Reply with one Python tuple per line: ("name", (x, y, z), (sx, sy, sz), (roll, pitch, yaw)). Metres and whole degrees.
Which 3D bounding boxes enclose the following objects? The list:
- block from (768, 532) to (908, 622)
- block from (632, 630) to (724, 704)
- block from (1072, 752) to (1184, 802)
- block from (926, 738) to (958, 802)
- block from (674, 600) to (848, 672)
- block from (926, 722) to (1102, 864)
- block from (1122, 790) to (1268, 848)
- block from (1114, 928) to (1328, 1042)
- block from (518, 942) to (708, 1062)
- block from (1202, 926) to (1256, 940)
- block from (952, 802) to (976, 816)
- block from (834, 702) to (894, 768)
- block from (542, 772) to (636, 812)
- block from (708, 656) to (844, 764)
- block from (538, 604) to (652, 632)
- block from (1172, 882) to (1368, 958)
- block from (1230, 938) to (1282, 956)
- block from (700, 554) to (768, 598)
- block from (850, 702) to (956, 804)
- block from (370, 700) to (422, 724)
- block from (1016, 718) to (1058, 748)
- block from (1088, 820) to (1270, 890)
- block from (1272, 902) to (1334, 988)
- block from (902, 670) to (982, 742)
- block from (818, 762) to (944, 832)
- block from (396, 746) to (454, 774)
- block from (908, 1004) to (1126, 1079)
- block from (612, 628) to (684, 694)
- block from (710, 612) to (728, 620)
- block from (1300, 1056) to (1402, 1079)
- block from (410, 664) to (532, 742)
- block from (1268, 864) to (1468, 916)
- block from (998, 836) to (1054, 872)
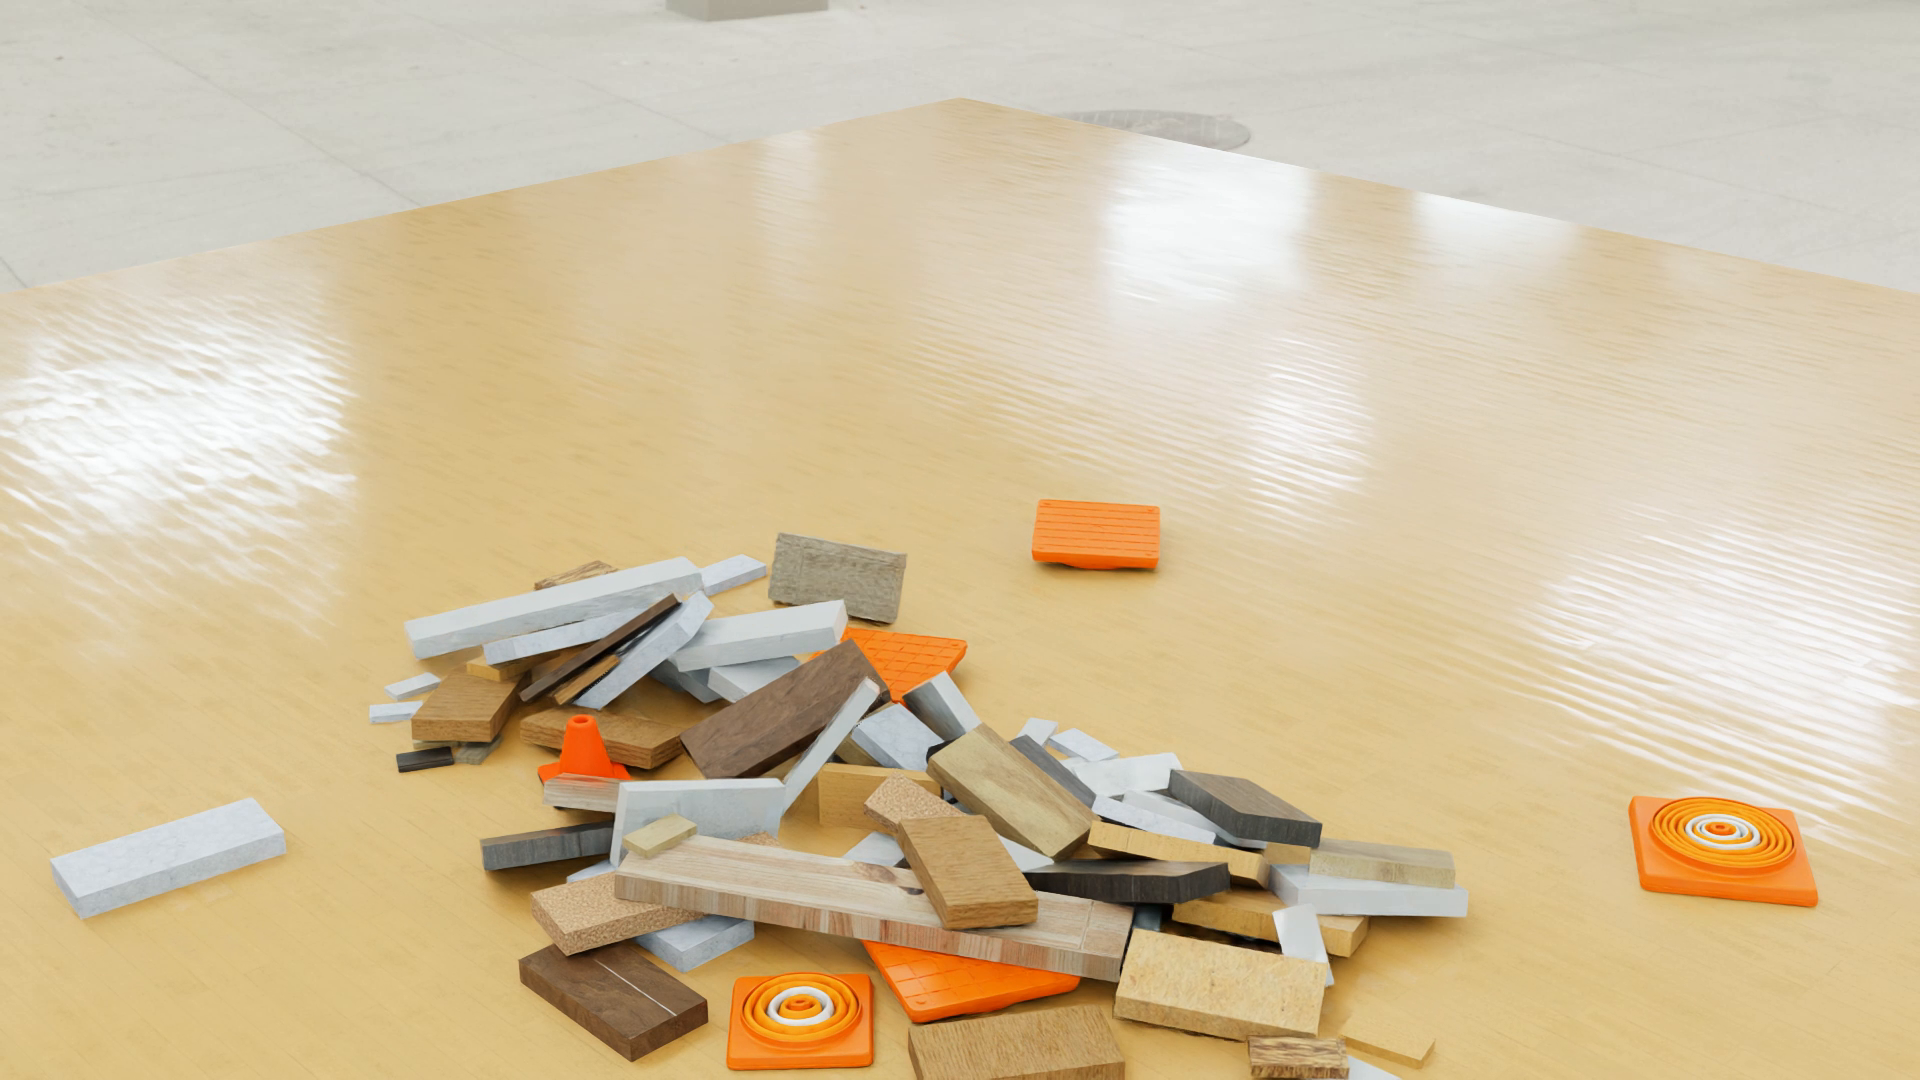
("block", (-0.299, 0.090, 5.332), (0.330, 0.165, 0.047), (10, 2, 23))
("block", (-0.594, 0.269, 4.961), (0.151, 0.043, 0.302), (-17, 31, -35))
("block", (0.352, 0.496, 4.526), (0.222, 0.031, 0.111), (-6, 34, -14))
("block", (0.057, 0.501, 4.426), (0.133, 0.038, 0.265), (-14, 46, -30))
("block", (-0.432, 0.208, 4.801), (0.352, 0.050, 0.176), (-9, 17, 8))
("block", (0.104, 0.501, 4.304), (0.320, 0.045, 0.160), (38, 45, 24))
("block", (0.465, 0.550, 4.341), (0.264, 0.037, 0.132), (15, -1, 32))
("block", (0.453, 0.778, 3.803), (0.343, 0.049, 0.171), (9, 34, 11))
("block", (-0.608, 0.788, 3.844), (0.164, 0.047, 0.329), (-21, 31, -40))
("block", (0.499, 0.709, 4.028), (0.103, 0.015, 0.051), (11, 8, 32))
("block", (-0.013, 0.559, 4.324), (0.144, 0.020, 0.072), (-25, 51, -8))
("block", (-0.188, 0.405, 4.624), (0.352, 0.050, 0.176), (35, 38, 29))
("block", (-0.655, 0.513, 4.388), (0.319, 0.045, 0.159), (6, 0, 3))
("block", (-0.353, 0.349, 4.739), (0.352, 0.050, 0.176), (31, 36, 24))
("block", (-0.887, 0.179, 5.216), (0.302, 0.043, 0.151), (5, 21, 37))
("block", (0.570, 0.687, 4.023), (0.327, 0.046, 0.163), (9, 7, 20))
("block", (0.546, 0.738, 3.972), (0.103, 0.015, 0.051), (4, 14, 39))
("block", (-0.591, 0.088, 5.517), (0.195, 0.028, 0.098), (-21, 31, -40))
("block", (-0.085, 0.448, 4.513), (0.266, 0.038, 0.133), (39, 40, 27))
("block", (-1.242, 0.379, 4.847), (0.113, 0.016, 0.057), (-5, 23, -11))
("block", (0.162, 0.423, 4.740), (0.064, 0.018, 0.128), (8, 24, 19))
("block", (0.420, 0.602, 4.159), (0.327, 0.046, 0.163), (9, -17, 21))
("block", (0.606, 0.722, 3.889), (0.073, 0.147, 0.021), (-14, -22, 3))
("block", (-0.040, 0.355, 4.595), (0.038, 0.133, 0.266), (-35, -1, -18))
("block", (-0.156, 0.517, 4.384), (0.247, 0.124, 0.035), (4, 23, 10))
("block", (-1.131, 0.464, 4.647), (0.113, 0.016, 0.057), (-7, 24, -17))
("block", (0.092, 0.861, 3.671), (0.333, 0.047, 0.166), (-5, 23, -11))
("block", (-0.675, 0.261, 5.091), (0.151, 0.043, 0.302), (-19, 29, -37))
("block", (-0.507, 0.235, 5.006), (0.080, 0.160, 0.023), (17, 54, 32))
("block", (0.641, 0.889, 3.637), (0.159, 0.023, 0.080), (18, 29, 36))
("block", (-1.066, 0.354, 4.819), (0.170, 0.048, 0.339), (1, 17, 4))
("block", (0.754, 0.648, 4.074), (0.327, 0.046, 0.163), (3, 7, -11))
("block", (0.061, 0.609, 4.160), (0.208, 0.029, 0.104), (23, 48, 10))
